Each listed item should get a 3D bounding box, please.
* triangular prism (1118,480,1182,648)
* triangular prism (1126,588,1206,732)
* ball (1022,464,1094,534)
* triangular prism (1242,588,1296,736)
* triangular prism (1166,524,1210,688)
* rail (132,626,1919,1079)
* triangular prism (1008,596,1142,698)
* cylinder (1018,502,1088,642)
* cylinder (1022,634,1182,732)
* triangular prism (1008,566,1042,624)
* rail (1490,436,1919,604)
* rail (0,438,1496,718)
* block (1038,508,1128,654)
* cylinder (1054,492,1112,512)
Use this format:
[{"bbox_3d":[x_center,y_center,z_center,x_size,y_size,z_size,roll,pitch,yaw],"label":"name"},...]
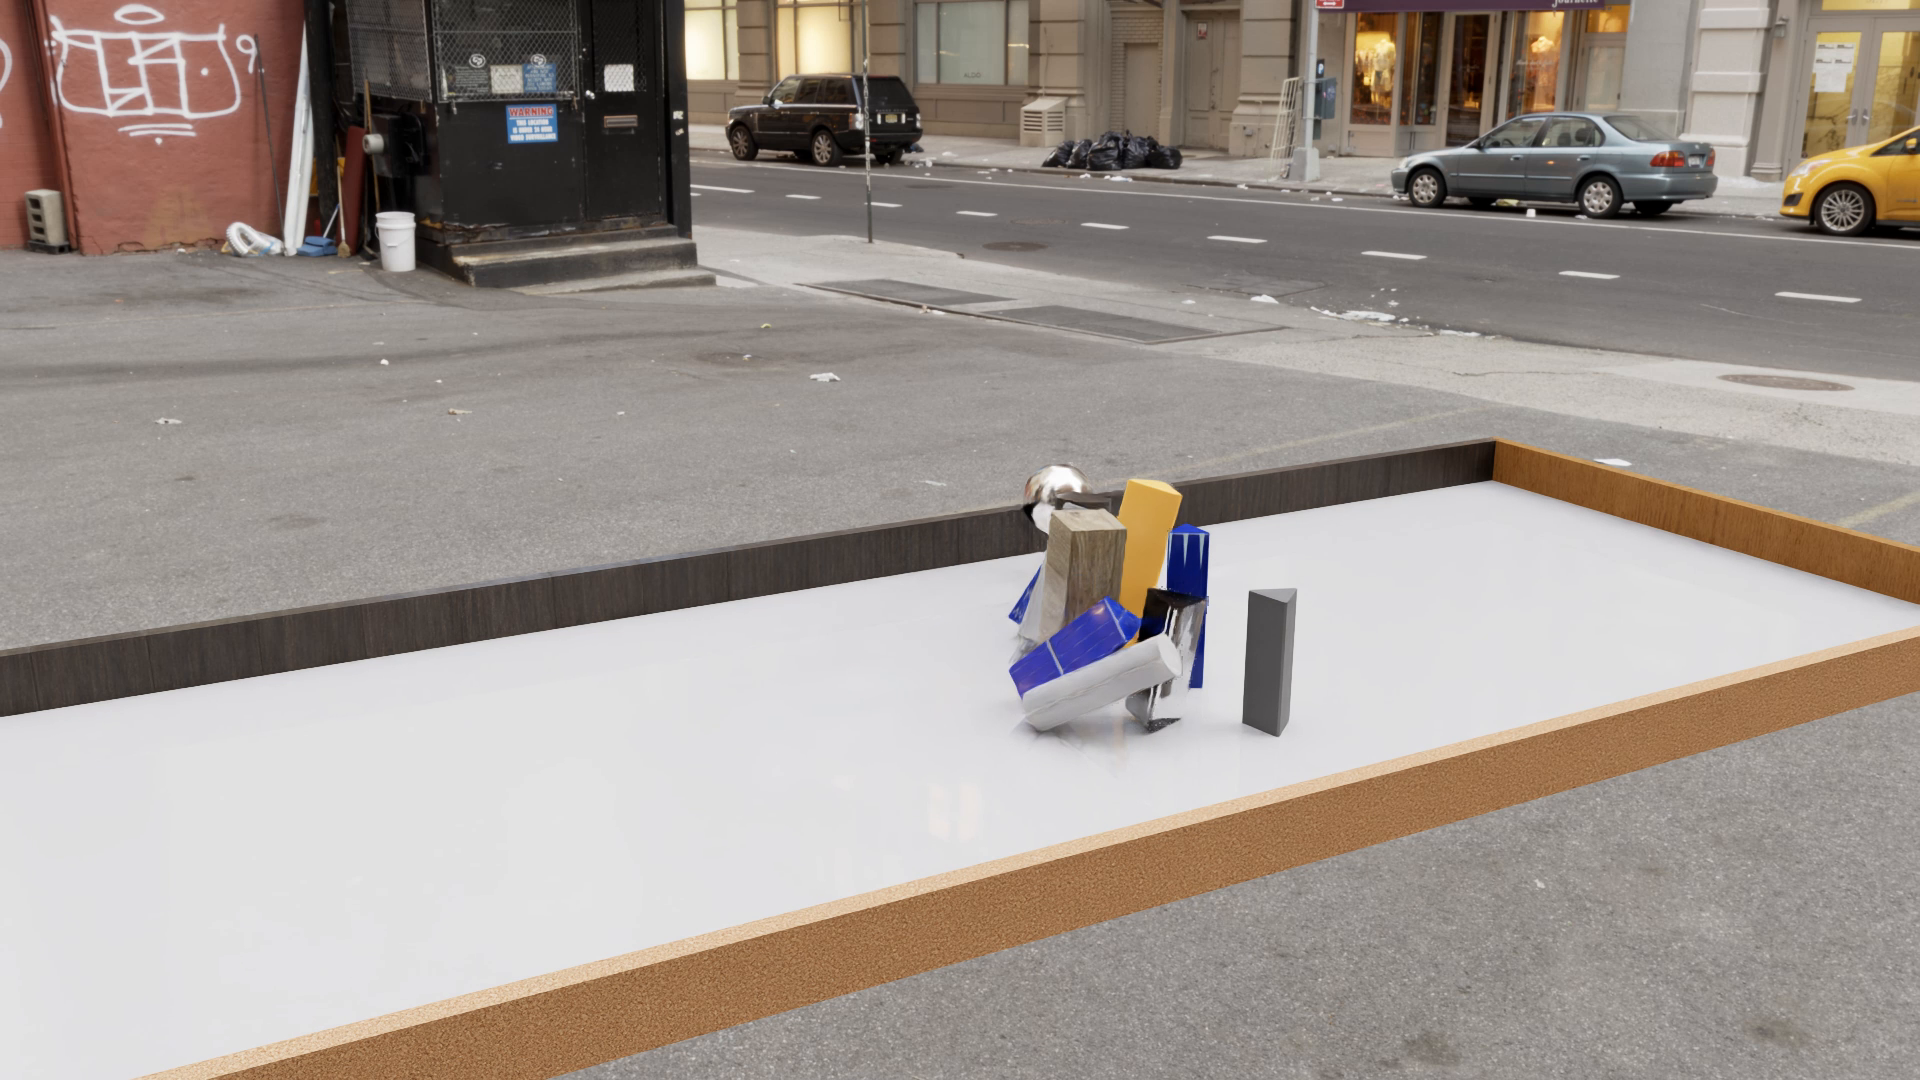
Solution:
[{"bbox_3d":[0.470,0.059,4.378,0.144,0.433,0.125,18,13,14],"label":"triangular prism"},{"bbox_3d":[0.461,0.272,3.849,0.117,0.306,0.135,22,23,34],"label":"triangular prism"},{"bbox_3d":[0.295,-0.123,4.942,0.216,0.216,0.216,0,16,0],"label":"ball"},{"bbox_3d":[0.739,0.277,3.832,0.098,0.328,0.113,-12,20,-36],"label":"triangular prism"},{"bbox_3d":[0.557,0.163,4.089,0.098,0.401,0.085,1,16,3],"label":"triangular prism"},{"bbox_3d":[-2.336,1.006,1.665,12.000,0.150,0.050,-9,18,-27],"label":"rail"},{"bbox_3d":[0.263,0.262,3.912,0.330,0.107,0.123,-39,1,30],"label":"triangular prism"},{"bbox_3d":[0.279,0.097,4.331,0.141,0.367,0.141,20,0,0],"label":"cylinder"},{"bbox_3d":[0.322,0.327,3.761,0.365,0.102,0.102,-26,4,27],"label":"cylinder"},{"bbox_3d":[0.272,0.099,4.464,0.123,0.334,0.107,32,2,0],"label":"triangular prism"},{"bbox_3d":[2.466,-0.048,5.253,0.050,0.150,2.100,-9,18,-27],"label":"rail"},{"bbox_3d":[-3.305,0.497,3.399,12.000,0.150,0.050,-9,18,-27],"label":"rail"},{"bbox_3d":[0.300,0.143,4.106,0.145,0.412,0.145,-2,21,-18],"label":"block"},{"bbox_3d":[0.331,0.042,4.606,0.156,0.325,0.156,4,11,-1],"label":"cylinder"}]
